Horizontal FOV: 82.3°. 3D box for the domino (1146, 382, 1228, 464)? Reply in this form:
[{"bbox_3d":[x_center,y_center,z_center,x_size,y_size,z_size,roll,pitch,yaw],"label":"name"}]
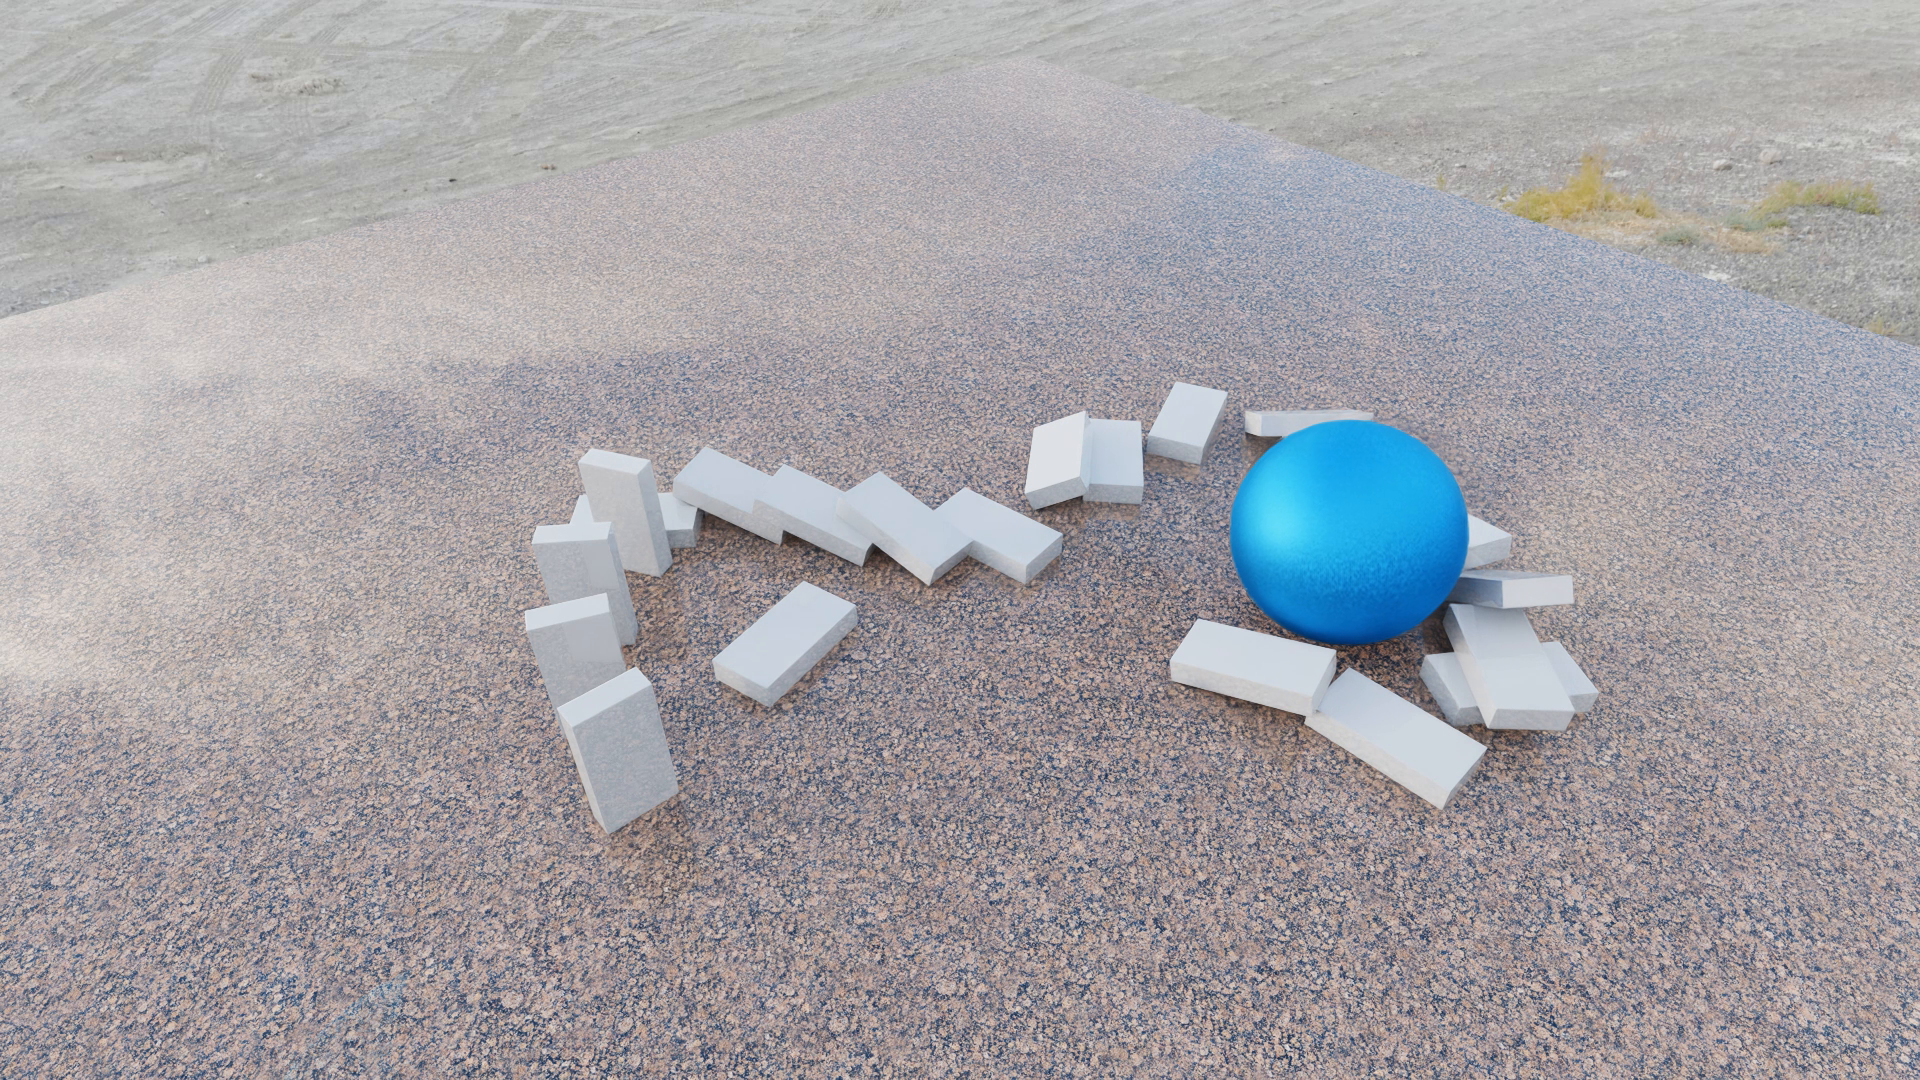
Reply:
[{"bbox_3d":[0.106,-0.055,0.510,0.025,0.010,0.050,15,42,18],"label":"domino"}]

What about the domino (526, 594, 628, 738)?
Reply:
[{"bbox_3d":[-0.123,0.042,0.361,0.025,0.050,0.009,-13,41,-15],"label":"domino"}]

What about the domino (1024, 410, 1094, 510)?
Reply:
[{"bbox_3d":[0.044,-0.035,0.478,0.025,0.010,0.050,-17,34,22],"label":"domino"}]

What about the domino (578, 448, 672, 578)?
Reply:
[{"bbox_3d":[-0.128,-0.010,0.424,0.025,0.050,0.010,12,41,14],"label":"domino"}]

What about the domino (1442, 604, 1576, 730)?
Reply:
[{"bbox_3d":[0.187,0.043,0.376,0.025,0.009,0.050,1,39,2],"label":"domino"}]

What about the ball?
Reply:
[{"bbox_3d":[0.137,-0.003,0.391,0.080,0.080,0.080,0,39,0],"label":"ball"}]

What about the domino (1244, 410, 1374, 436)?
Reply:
[{"bbox_3d":[0.158,-0.053,0.500,0.050,0.009,0.025,-1,10,-1],"label":"domino"}]

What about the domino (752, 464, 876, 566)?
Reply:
[{"bbox_3d":[-0.056,-0.010,0.446,0.050,0.010,0.025,25,43,6],"label":"domino"}]

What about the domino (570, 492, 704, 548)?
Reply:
[{"bbox_3d":[-0.133,-0.008,0.453,0.050,0.010,0.025,-2,39,-2],"label":"domino"}]

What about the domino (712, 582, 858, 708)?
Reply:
[{"bbox_3d":[-0.063,0.037,0.399,0.025,0.010,0.050,23,44,25],"label":"domino"}]

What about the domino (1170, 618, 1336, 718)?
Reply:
[{"bbox_3d":[0.102,0.044,0.382,0.050,0.010,0.025,12,39,32],"label":"domino"}]

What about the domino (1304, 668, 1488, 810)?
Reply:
[{"bbox_3d":[0.144,0.065,0.364,0.025,0.010,0.050,-31,49,-33],"label":"domino"}]

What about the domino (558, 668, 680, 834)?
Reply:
[{"bbox_3d":[-0.102,0.064,0.333,0.025,0.050,0.009,-29,47,-31],"label":"domino"}]

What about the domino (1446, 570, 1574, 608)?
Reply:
[{"bbox_3d":[0.195,0.017,0.400,0.025,0.009,0.050,-4,1,-5],"label":"domino"}]

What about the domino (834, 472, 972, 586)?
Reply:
[{"bbox_3d":[-0.023,-0.005,0.439,0.050,0.009,0.025,37,46,18],"label":"domino"}]

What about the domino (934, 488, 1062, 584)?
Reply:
[{"bbox_3d":[0.014,-0.002,0.446,0.050,0.010,0.025,27,46,29],"label":"domino"}]

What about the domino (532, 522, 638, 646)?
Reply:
[{"bbox_3d":[-0.132,0.017,0.391,0.025,0.050,0.010,-4,39,-4],"label":"domino"}]

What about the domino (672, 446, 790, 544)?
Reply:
[{"bbox_3d":[-0.090,-0.019,0.457,0.050,0.010,0.025,24,43,6],"label":"domino"}]

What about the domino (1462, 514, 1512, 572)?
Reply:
[{"bbox_3d":[0.191,-0.004,0.440,0.025,0.010,0.050,-14,28,-17],"label":"domino"}]

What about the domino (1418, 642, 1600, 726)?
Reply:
[{"bbox_3d":[0.190,0.050,0.383,0.050,0.009,0.025,-5,40,-6],"label":"domino"}]

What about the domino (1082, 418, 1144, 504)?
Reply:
[{"bbox_3d":[0.068,-0.035,0.487,0.025,0.009,0.050,4,39,5],"label":"domino"}]
